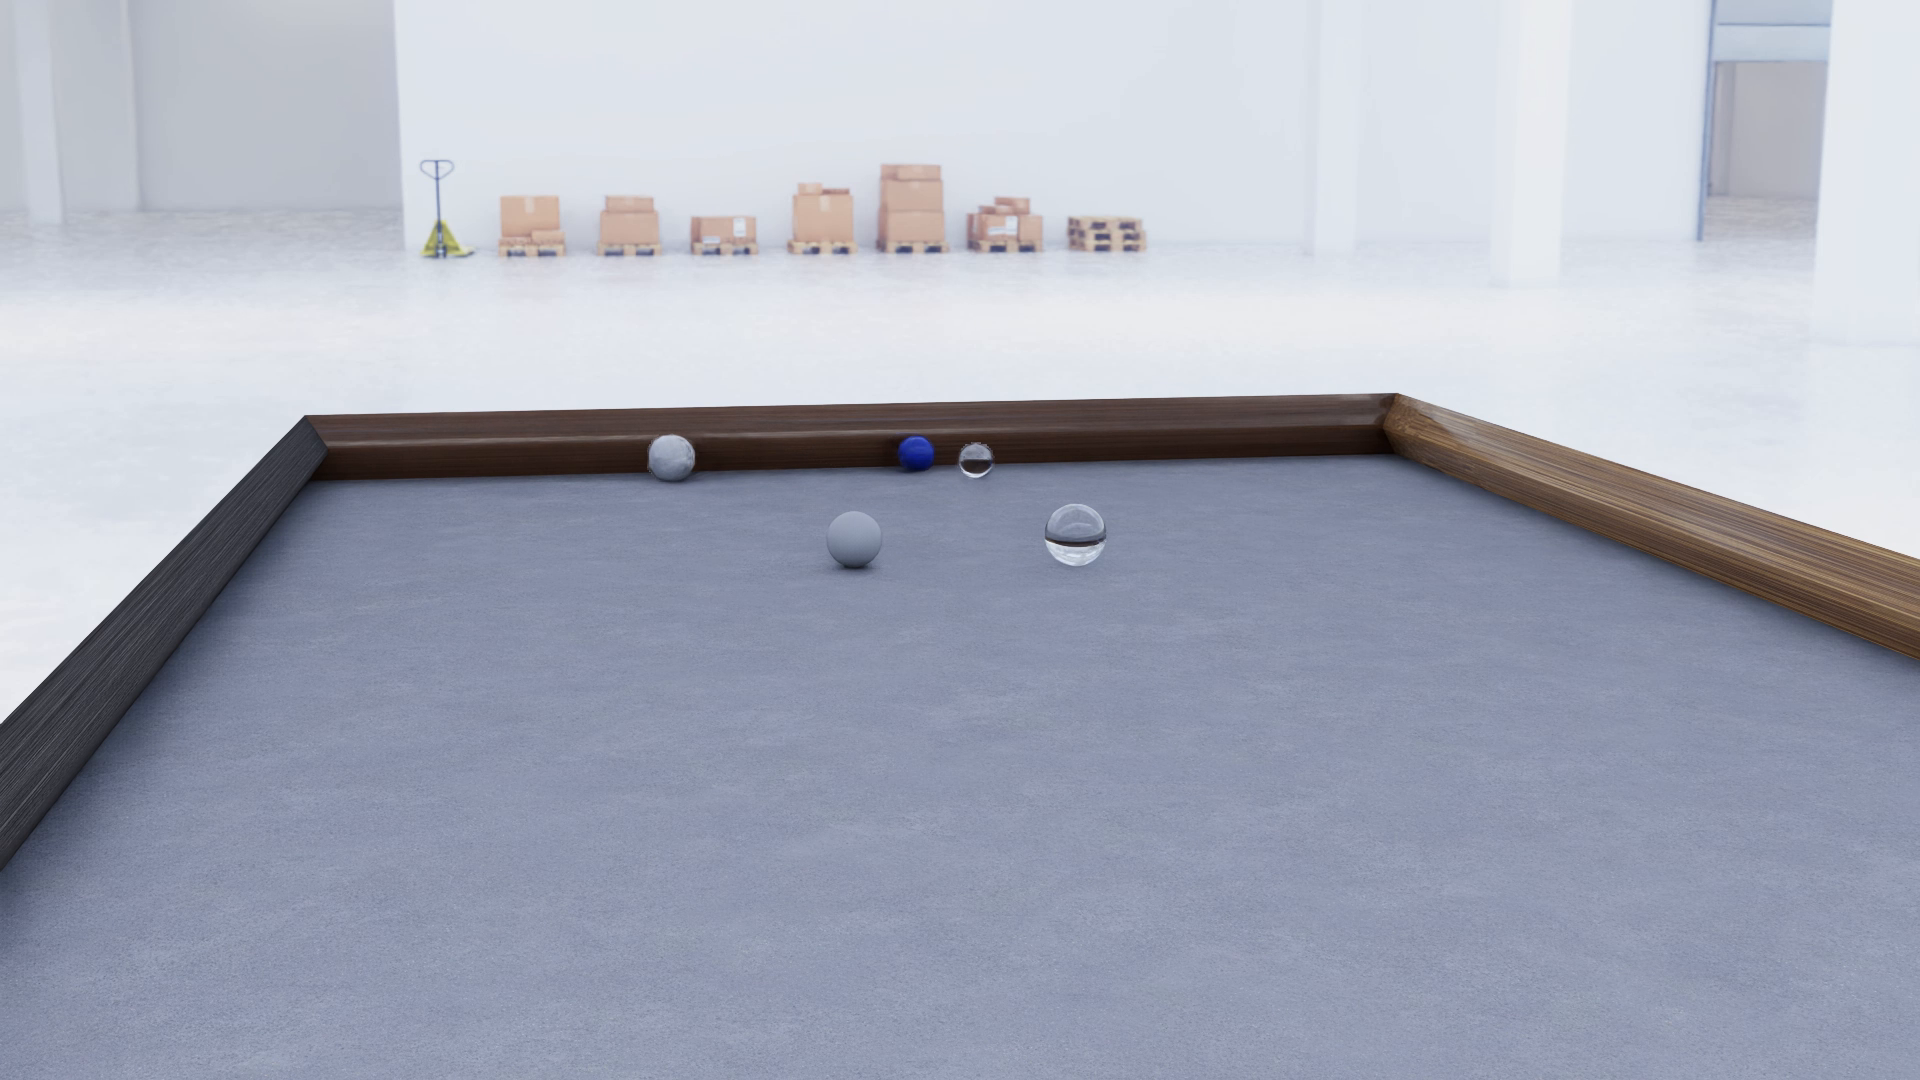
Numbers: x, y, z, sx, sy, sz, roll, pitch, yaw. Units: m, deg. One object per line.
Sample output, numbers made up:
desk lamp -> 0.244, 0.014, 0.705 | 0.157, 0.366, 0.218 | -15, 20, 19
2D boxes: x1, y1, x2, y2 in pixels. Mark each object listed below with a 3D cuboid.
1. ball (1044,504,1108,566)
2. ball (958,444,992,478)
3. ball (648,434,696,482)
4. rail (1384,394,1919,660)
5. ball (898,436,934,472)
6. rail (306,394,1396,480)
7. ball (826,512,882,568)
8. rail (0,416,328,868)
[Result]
ball -> 0.171, -0.007, 3.252 | 0.093, 0.093, 0.093 | 0, 10, 0
ball -> 0.029, -0.147, 4.092 | 0.062, 0.062, 0.062 | 0, 10, 0
ball -> -0.531, -0.151, 4.047 | 0.087, 0.087, 0.087 | 0, 10, 0
rail -> 1.182, 0.125, 2.455 | 0.045, 0.121, 3.990 | -2, 11, -9
ball -> -0.085, -0.164, 4.167 | 0.068, 0.068, 0.068 | 0, 10, 0
rail -> -0.162, -0.197, 4.197 | 2.107, 0.121, 0.045 | -2, 11, -9
ball -> -0.156, -0.001, 3.246 | 0.083, 0.083, 0.083 | 0, 10, 0
rail -> -0.849, 0.187, 2.117 | 0.045, 0.121, 3.990 | -2, 11, -9
